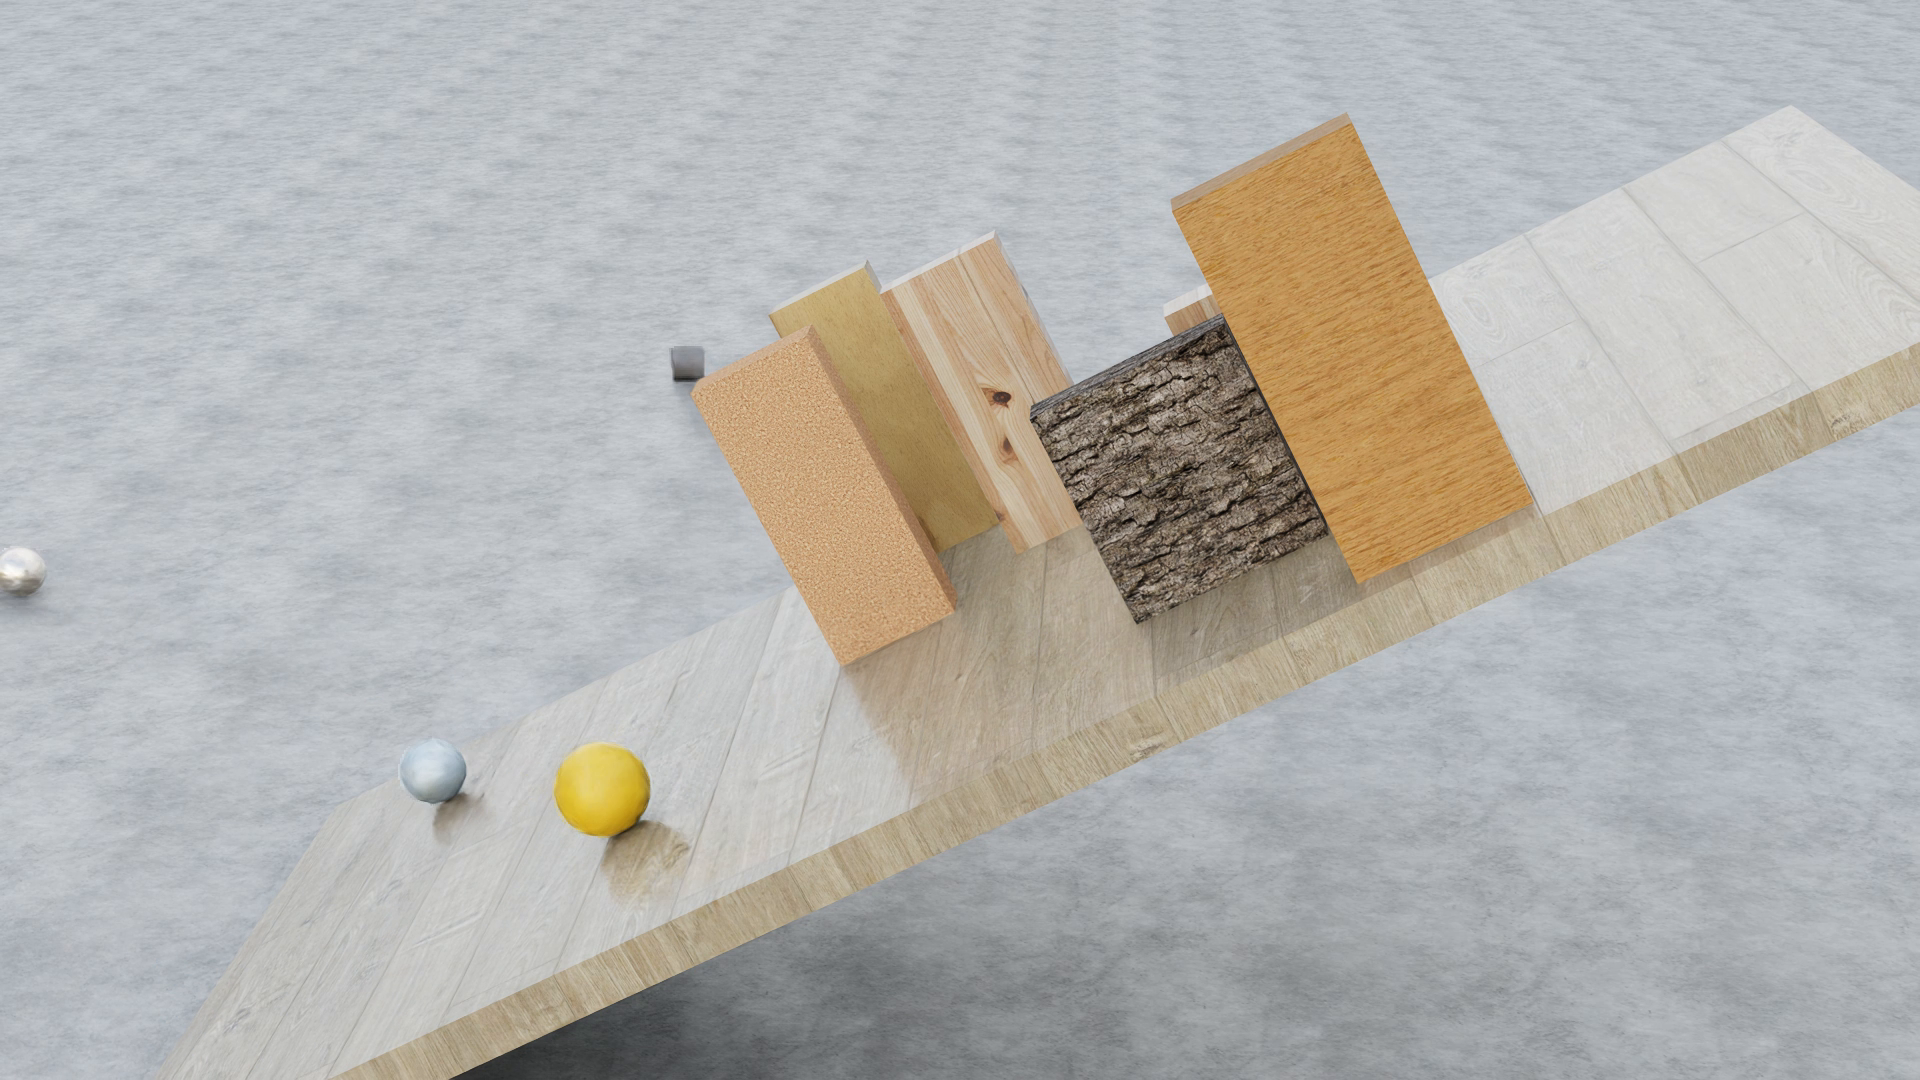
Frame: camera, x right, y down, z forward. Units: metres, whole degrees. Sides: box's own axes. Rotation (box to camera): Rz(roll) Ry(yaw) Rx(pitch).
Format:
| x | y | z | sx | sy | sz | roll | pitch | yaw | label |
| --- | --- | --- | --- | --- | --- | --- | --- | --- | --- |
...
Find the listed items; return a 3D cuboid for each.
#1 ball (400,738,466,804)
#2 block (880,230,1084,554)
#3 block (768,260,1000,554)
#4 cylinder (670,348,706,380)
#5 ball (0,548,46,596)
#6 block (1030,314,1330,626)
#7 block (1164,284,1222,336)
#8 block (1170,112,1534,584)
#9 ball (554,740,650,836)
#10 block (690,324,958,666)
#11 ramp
| x | y | z | sx | sy | sz | roll | pitch | yaw | label |
| --- | --- | --- | --- | --- | --- | --- | --- | --- | --- |
| -1.263 | 0.554 | 7.058 | 0.155 | 0.155 | 0.155 | 0 | 17 | 0 | ball |
| 0.103 | -0.324 | 6.520 | 0.280 | 0.664 | 0.091 | -26 | 14 | 10 | block |
| -0.172 | -0.292 | 6.893 | 0.252 | 0.685 | 0.093 | -26 | 14 | 10 | block |
| -1.143 | -0.740 | 12.353 | 0.130 | 0.130 | 0.130 | -4 | 17 | -10 | cylinder |
| -3.044 | 0.103 | 9.530 | 0.159 | 0.159 | 0.159 | 0 | 17 | 0 | ball |
| 0.421 | -0.134 | 5.647 | 0.409 | 0.459 | 0.104 | -26 | 14 | 10 | block |
| 0.685 | -0.348 | 5.923 | 0.388 | 0.453 | 0.119 | -26 | 14 | 10 | block |
| 0.695 | -0.335 | 5.213 | 0.343 | 0.756 | 0.119 | -26 | 14 | 10 | block |
| -0.740 | 0.515 | 6.094 | 0.199 | 0.199 | 0.199 | 0 | 17 | 0 | ball |
| -0.291 | -0.095 | 6.403 | 0.282 | 0.687 | 0.127 | -26 | 14 | 10 | block |
| 0.140 | 0.168 | 6.281 | 4.000 | 0.100 | 2.000 | -26 | 14 | 10 | ramp |
